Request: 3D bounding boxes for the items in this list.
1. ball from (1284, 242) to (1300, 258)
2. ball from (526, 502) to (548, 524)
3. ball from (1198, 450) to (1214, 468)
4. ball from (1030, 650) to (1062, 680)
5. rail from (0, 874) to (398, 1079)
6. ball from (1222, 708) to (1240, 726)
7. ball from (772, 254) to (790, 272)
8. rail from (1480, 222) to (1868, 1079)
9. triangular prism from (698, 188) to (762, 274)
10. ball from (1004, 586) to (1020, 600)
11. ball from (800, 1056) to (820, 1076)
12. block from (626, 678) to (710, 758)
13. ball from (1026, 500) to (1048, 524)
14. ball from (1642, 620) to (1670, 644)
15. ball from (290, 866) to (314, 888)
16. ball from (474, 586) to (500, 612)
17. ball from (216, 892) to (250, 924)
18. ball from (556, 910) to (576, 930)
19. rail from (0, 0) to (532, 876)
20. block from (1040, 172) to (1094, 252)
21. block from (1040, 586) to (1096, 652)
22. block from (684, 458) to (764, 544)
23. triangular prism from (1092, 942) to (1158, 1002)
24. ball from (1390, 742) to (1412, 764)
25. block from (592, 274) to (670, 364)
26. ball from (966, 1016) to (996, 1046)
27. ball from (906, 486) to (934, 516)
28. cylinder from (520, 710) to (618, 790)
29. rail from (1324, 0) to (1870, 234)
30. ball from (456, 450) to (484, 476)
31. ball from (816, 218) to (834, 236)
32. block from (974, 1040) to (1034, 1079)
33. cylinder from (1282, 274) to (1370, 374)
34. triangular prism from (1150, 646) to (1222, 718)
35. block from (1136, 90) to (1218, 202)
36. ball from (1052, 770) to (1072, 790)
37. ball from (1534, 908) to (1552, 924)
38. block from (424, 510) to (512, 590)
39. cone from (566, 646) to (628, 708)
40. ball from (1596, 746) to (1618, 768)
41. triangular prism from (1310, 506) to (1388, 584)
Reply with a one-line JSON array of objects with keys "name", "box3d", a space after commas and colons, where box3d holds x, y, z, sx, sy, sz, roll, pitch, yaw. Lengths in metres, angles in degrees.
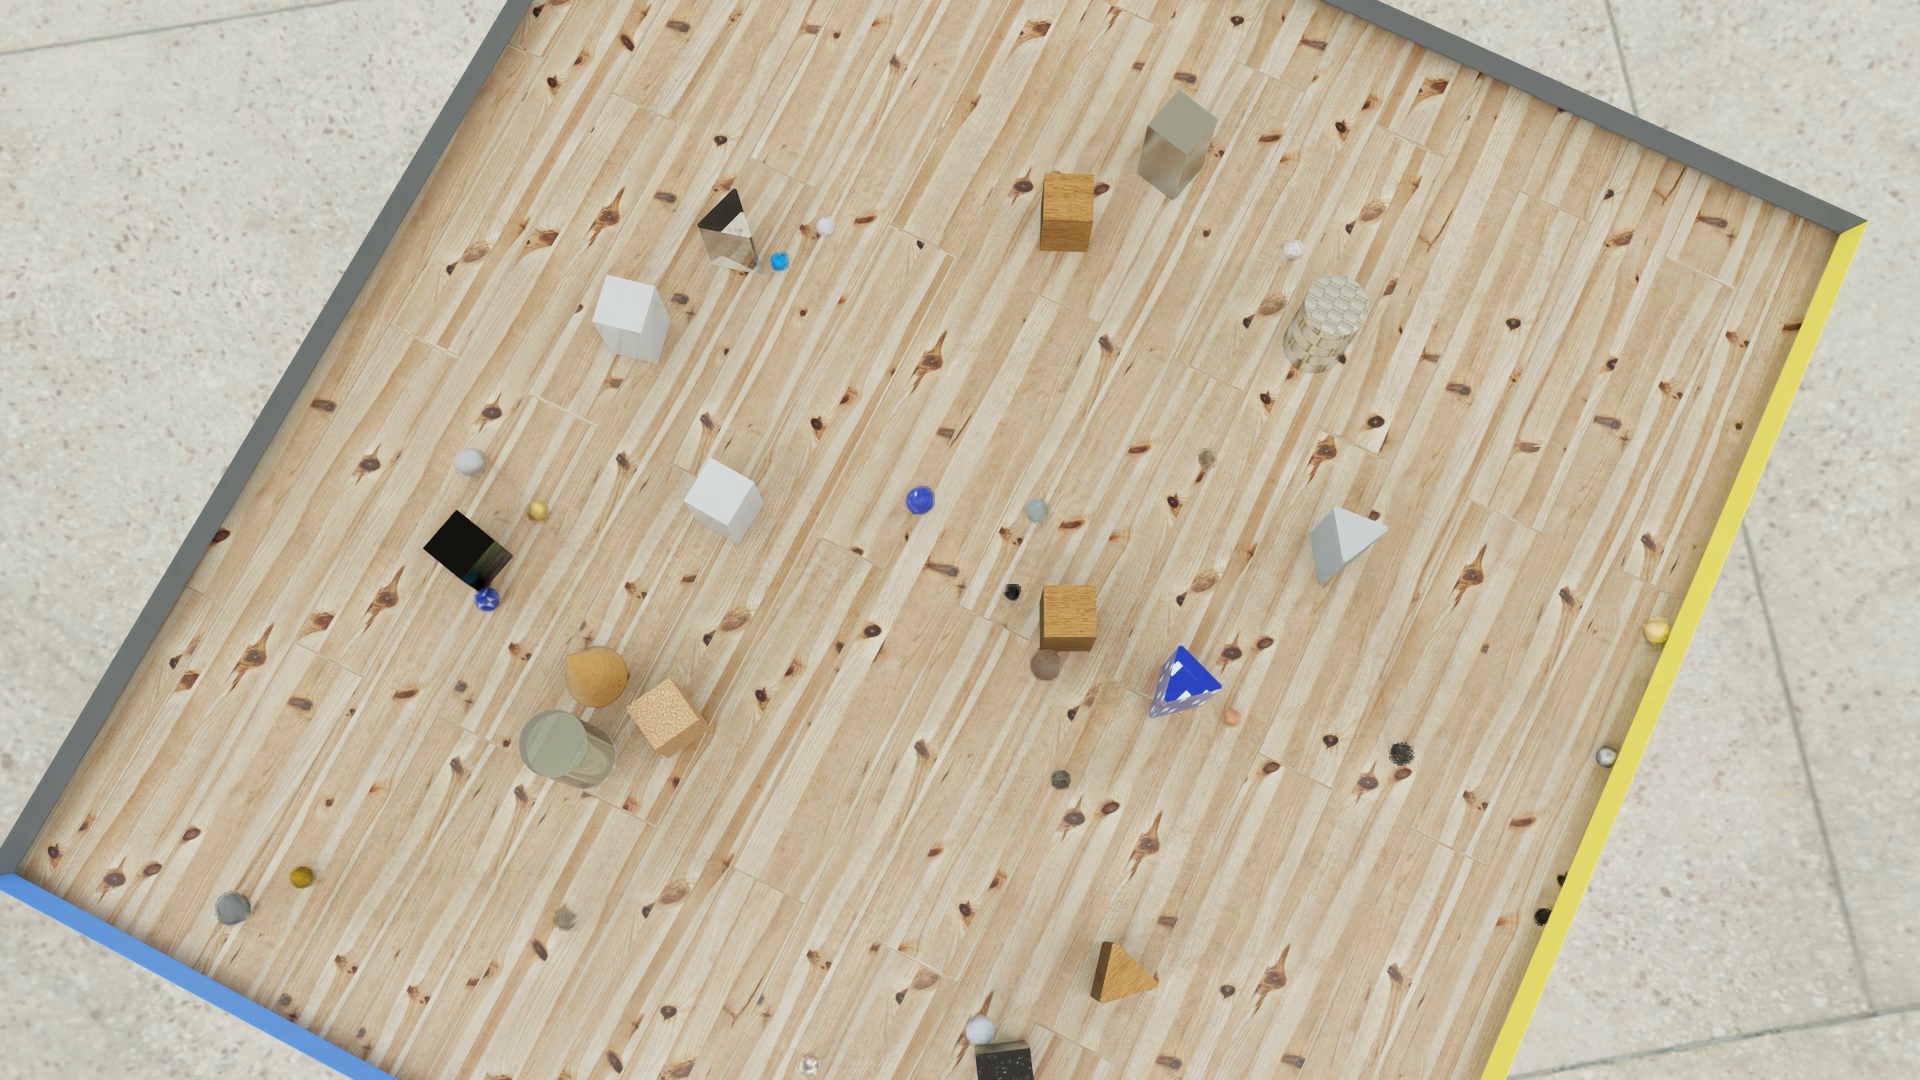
[{"name": "ball", "box3d": [1.048, -0.916, 5.779, 0.052, 0.052, 0.052, 0, 78, 0]}, {"name": "ball", "box3d": [-1.292, -0.083, 5.601, 0.063, 0.063, 0.063, 0, 78, 0]}, {"name": "ball", "box3d": [0.758, -0.249, 5.641, 0.053, 0.053, 0.053, 0, 78, 0]}, {"name": "ball", "box3d": [0.259, 0.374, 5.491, 0.094, 0.094, 0.094, 0, 78, 0]}, {"name": "rail", "box3d": [-0.958, 1.883, 5.164, 4.154, 0.122, 0.045, 26, 80, 5]}, {"name": "ball", "box3d": [0.809, 0.529, 5.480, 0.053, 0.053, 0.053, 0, 78, 0]}, {"name": "ball", "box3d": [-0.564, -0.873, 5.770, 0.054, 0.054, 0.054, 0, 78, 0]}, {"name": "rail", "box3d": [1.837, 0.906, 5.366, 0.045, 0.122, 4.331, 26, 80, 5]}, {"name": "triangular prism", "box3d": [-0.691, -0.958, 5.651, 0.163, 0.320, 0.141, 12, 79, 2]}, {"name": "ball", "box3d": [0.158, 0.161, 5.560, 0.046, 0.046, 0.046, 0, 78, 0]}, {"name": "ball", "box3d": [-0.430, 1.513, 5.273, 0.059, 0.059, 0.059, 0, 78, 0]}, {"name": "block", "box3d": [-0.853, 0.524, 5.376, 0.151, 0.259, 0.151, -35, 80, -7]}, {"name": "ball", "box3d": [0.236, -0.086, 5.600, 0.068, 0.068, 0.068, 0, 78, 0]}, {"name": "ball", "box3d": [2.098, 0.277, 5.520, 0.077, 0.077, 0.077, 0, 78, 0]}, {"name": "ball", "box3d": [-1.930, 0.991, 5.378, 0.065, 0.065, 0.065, 0, 78, 0]}, {"name": "ball", "box3d": [-1.429, 0.179, 5.542, 0.074, 0.074, 0.074, 0, 78, 0]}, {"name": "ball", "box3d": [-2.119, 1.076, 5.347, 0.092, 0.092, 0.092, 0, 78, 0]}, {"name": "ball", "box3d": [-1.151, 1.110, 5.356, 0.061, 0.061, 0.061, 0, 78, 0]}, {"name": "rail", "box3d": [-1.837, -0.893, 5.738, 0.045, 0.122, 4.331, 26, 80, 5]}, {"name": "block", "box3d": [0.330, -1.015, 5.692, 0.151, 0.263, 0.151, 2, 78, 0]}, {"name": "block", "box3d": [0.317, 0.234, 5.421, 0.151, 0.288, 0.151, 0, 78, 0]}, {"name": "block", "box3d": [-0.706, -0.115, 5.500, 0.151, 0.274, 0.151, 29, 80, 6]}, {"name": "triangular prism", "box3d": [0.441, 1.205, 5.177, 0.163, 0.373, 0.141, -16, 79, -3]}, {"name": "ball", "box3d": [1.314, 0.634, 5.452, 0.064, 0.064, 0.064, 0, 78, 0]}, {"name": "block", "box3d": [-1.000, -0.671, 5.598, 0.151, 0.309, 0.151, 14, 79, 3]}, {"name": "ball", "box3d": [0.060, 1.414, 5.280, 0.086, 0.086, 0.086, 0, 78, 0]}, {"name": "ball", "box3d": [-0.124, -0.119, 5.597, 0.086, 0.086, 0.086, 0, 78, 0]}, {"name": "cylinder", "box3d": [-1.119, 0.605, 5.261, 0.188, 0.451, 0.188, 0, 78, 0]}, {"name": "rail", "box3d": [0.958, -1.870, 5.940, 4.154, 0.122, 0.045, 26, 80, 5]}, {"name": "ball", "box3d": [-1.502, -0.235, 5.623, 0.083, 0.083, 0.083, 0, 78, 0]}, {"name": "ball", "box3d": [-0.427, -0.991, 5.794, 0.054, 0.054, 0.054, 0, 78, 0]}, {"name": "block", "box3d": [0.124, 1.496, 5.131, 0.151, 0.345, 0.151, -6, 78, -1]}, {"name": "cylinder", "box3d": [1.106, -0.650, 5.559, 0.188, 0.377, 0.188, 0, 78, 0]}, {"name": "triangular prism", "box3d": [0.633, 0.404, 5.317, 0.163, 0.423, 0.141, -13, 79, -3]}, {"name": "block", "box3d": [0.670, -1.219, 5.684, 0.151, 0.361, 0.151, 39, 81, 7]}, {"name": "ball", "box3d": [0.303, 0.712, 5.440, 0.057, 0.057, 0.057, 0, 78, 0]}, {"name": "ball", "box3d": [1.708, 1.101, 5.363, 0.050, 0.050, 0.050, 0, 78, 0]}, {"name": "block", "box3d": [-1.471, 0.037, 5.491, 0.151, 0.231, 0.151, 38, 81, 7]}, {"name": "cone", "box3d": [-1.097, 0.368, 5.318, 0.188, 0.435, 0.188, 0, 78, 0]}, {"name": "ball", "box3d": [1.924, 0.645, 5.450, 0.065, 0.065, 0.065, 0, 78, 0]}, {"name": "triangular prism", "box3d": [1.119, -0.004, 5.430, 0.163, 0.366, 0.141, -37, 81, -7]}]
